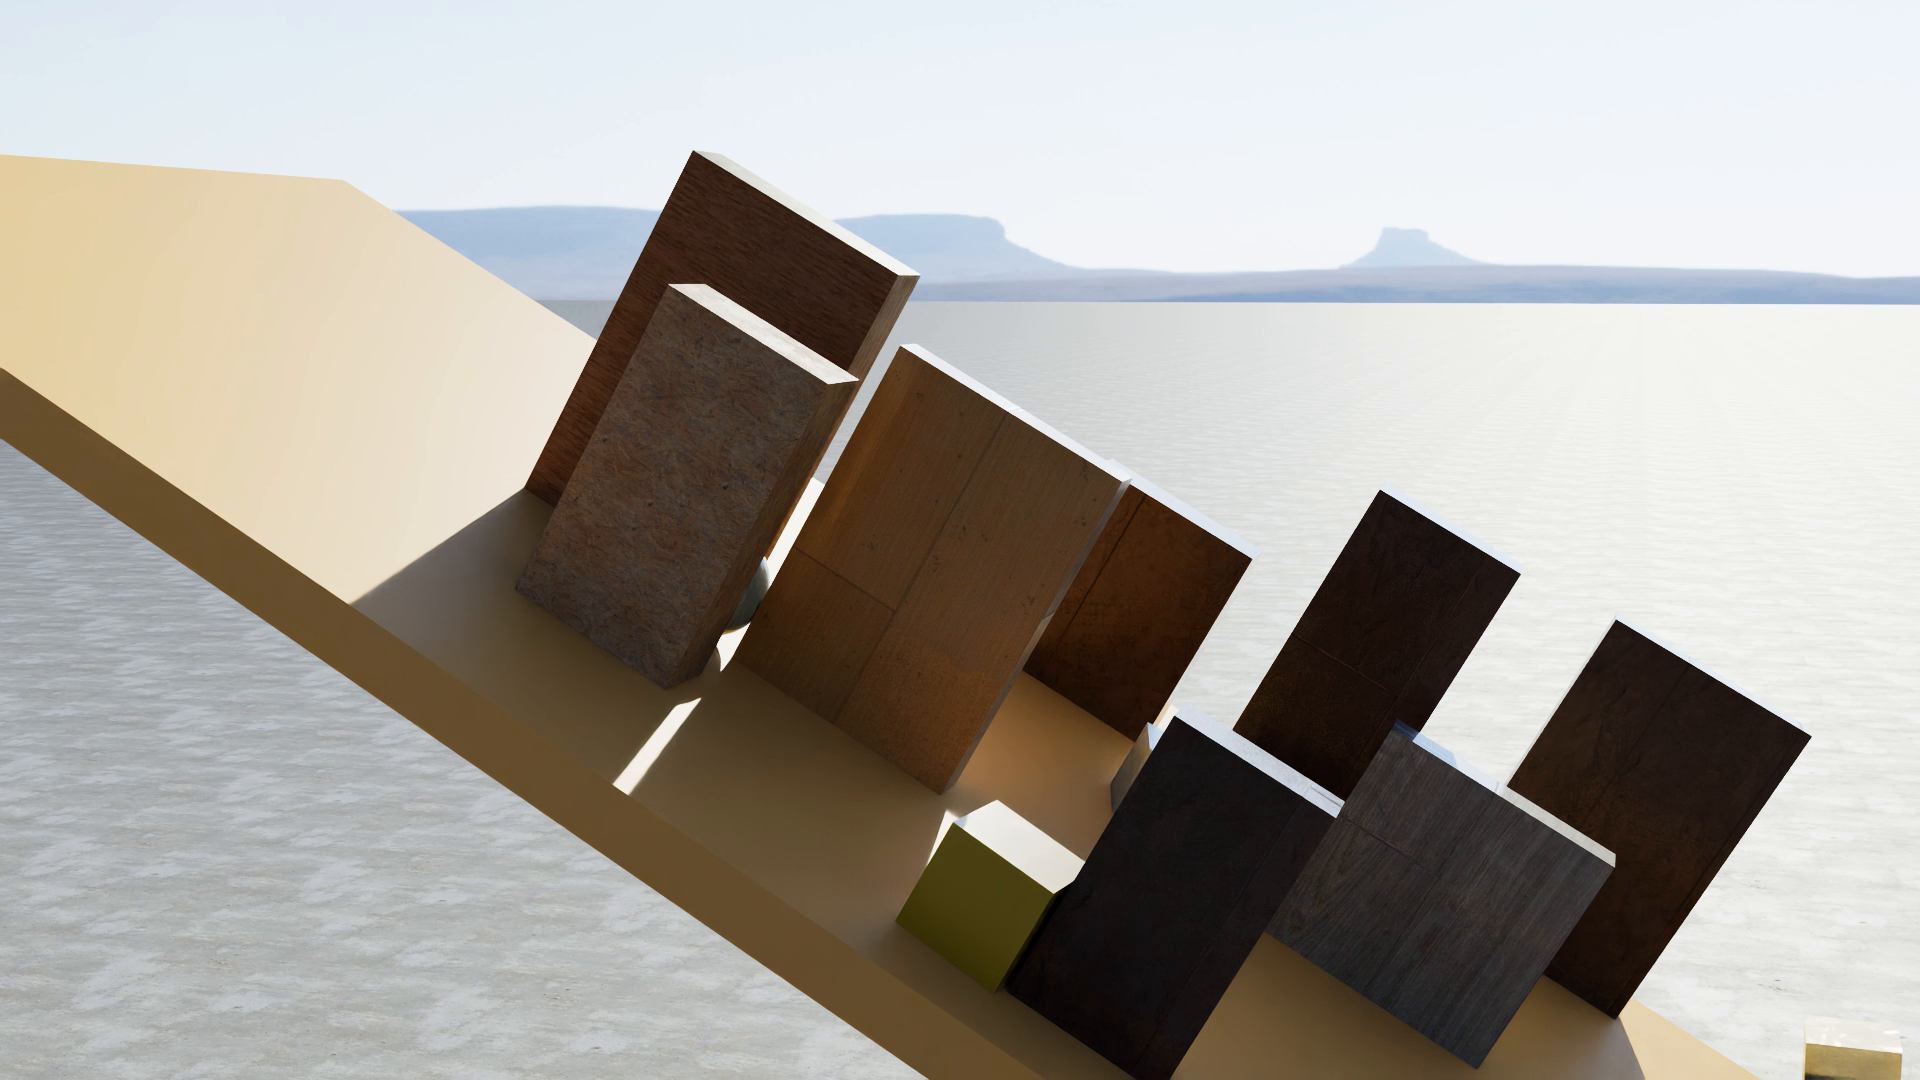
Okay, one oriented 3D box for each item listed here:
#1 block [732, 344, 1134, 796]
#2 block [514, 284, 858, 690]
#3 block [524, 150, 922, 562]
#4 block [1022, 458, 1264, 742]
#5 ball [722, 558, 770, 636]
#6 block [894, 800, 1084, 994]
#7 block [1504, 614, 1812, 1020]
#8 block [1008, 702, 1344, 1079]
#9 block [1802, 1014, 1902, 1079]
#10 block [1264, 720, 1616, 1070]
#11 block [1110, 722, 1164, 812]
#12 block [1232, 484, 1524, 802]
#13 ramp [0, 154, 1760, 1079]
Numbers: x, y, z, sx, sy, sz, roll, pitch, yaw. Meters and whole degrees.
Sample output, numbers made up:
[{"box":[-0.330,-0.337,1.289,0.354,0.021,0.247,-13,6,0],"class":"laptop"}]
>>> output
[{"box":[-0.055,0.051,3.785,0.444,0.635,0.084,32,15,11],"class":"block"},{"box":[-0.452,-0.089,3.614,0.311,0.579,0.143,32,15,11],"class":"block"},{"box":[-0.443,-0.288,4.042,0.447,0.711,0.127,32,15,11],"class":"block"},{"box":[0.350,0.128,4.640,0.377,0.464,0.133,32,15,11],"class":"block"},{"box":[-0.431,0.073,3.879,0.194,0.194,0.194,0,7,0],"class":"ball"},{"box":[0.052,0.529,3.279,0.181,0.181,0.181,34,15,16],"class":"block"},{"box":[1.357,0.573,4.549,0.441,0.715,0.085,32,15,11],"class":"block"},{"box":[0.309,0.518,3.181,0.264,0.492,0.098,32,15,11],"class":"block"},{"box":[1.951,1.175,4.819,0.192,0.192,0.192,3,7,20],"class":"block"},{"box":[0.852,0.631,3.930,0.442,0.445,0.090,32,15,11],"class":"block"},{"box":[0.388,0.466,4.205,0.146,0.146,0.146,28,14,-4],"class":"block"},{"box":[0.743,0.298,4.218,0.300,0.761,0.119,32,15,11],"class":"block"},{"box":[-0.188,0.310,4.130,4.000,0.100,2.000,32,15,11],"class":"ramp"}]
